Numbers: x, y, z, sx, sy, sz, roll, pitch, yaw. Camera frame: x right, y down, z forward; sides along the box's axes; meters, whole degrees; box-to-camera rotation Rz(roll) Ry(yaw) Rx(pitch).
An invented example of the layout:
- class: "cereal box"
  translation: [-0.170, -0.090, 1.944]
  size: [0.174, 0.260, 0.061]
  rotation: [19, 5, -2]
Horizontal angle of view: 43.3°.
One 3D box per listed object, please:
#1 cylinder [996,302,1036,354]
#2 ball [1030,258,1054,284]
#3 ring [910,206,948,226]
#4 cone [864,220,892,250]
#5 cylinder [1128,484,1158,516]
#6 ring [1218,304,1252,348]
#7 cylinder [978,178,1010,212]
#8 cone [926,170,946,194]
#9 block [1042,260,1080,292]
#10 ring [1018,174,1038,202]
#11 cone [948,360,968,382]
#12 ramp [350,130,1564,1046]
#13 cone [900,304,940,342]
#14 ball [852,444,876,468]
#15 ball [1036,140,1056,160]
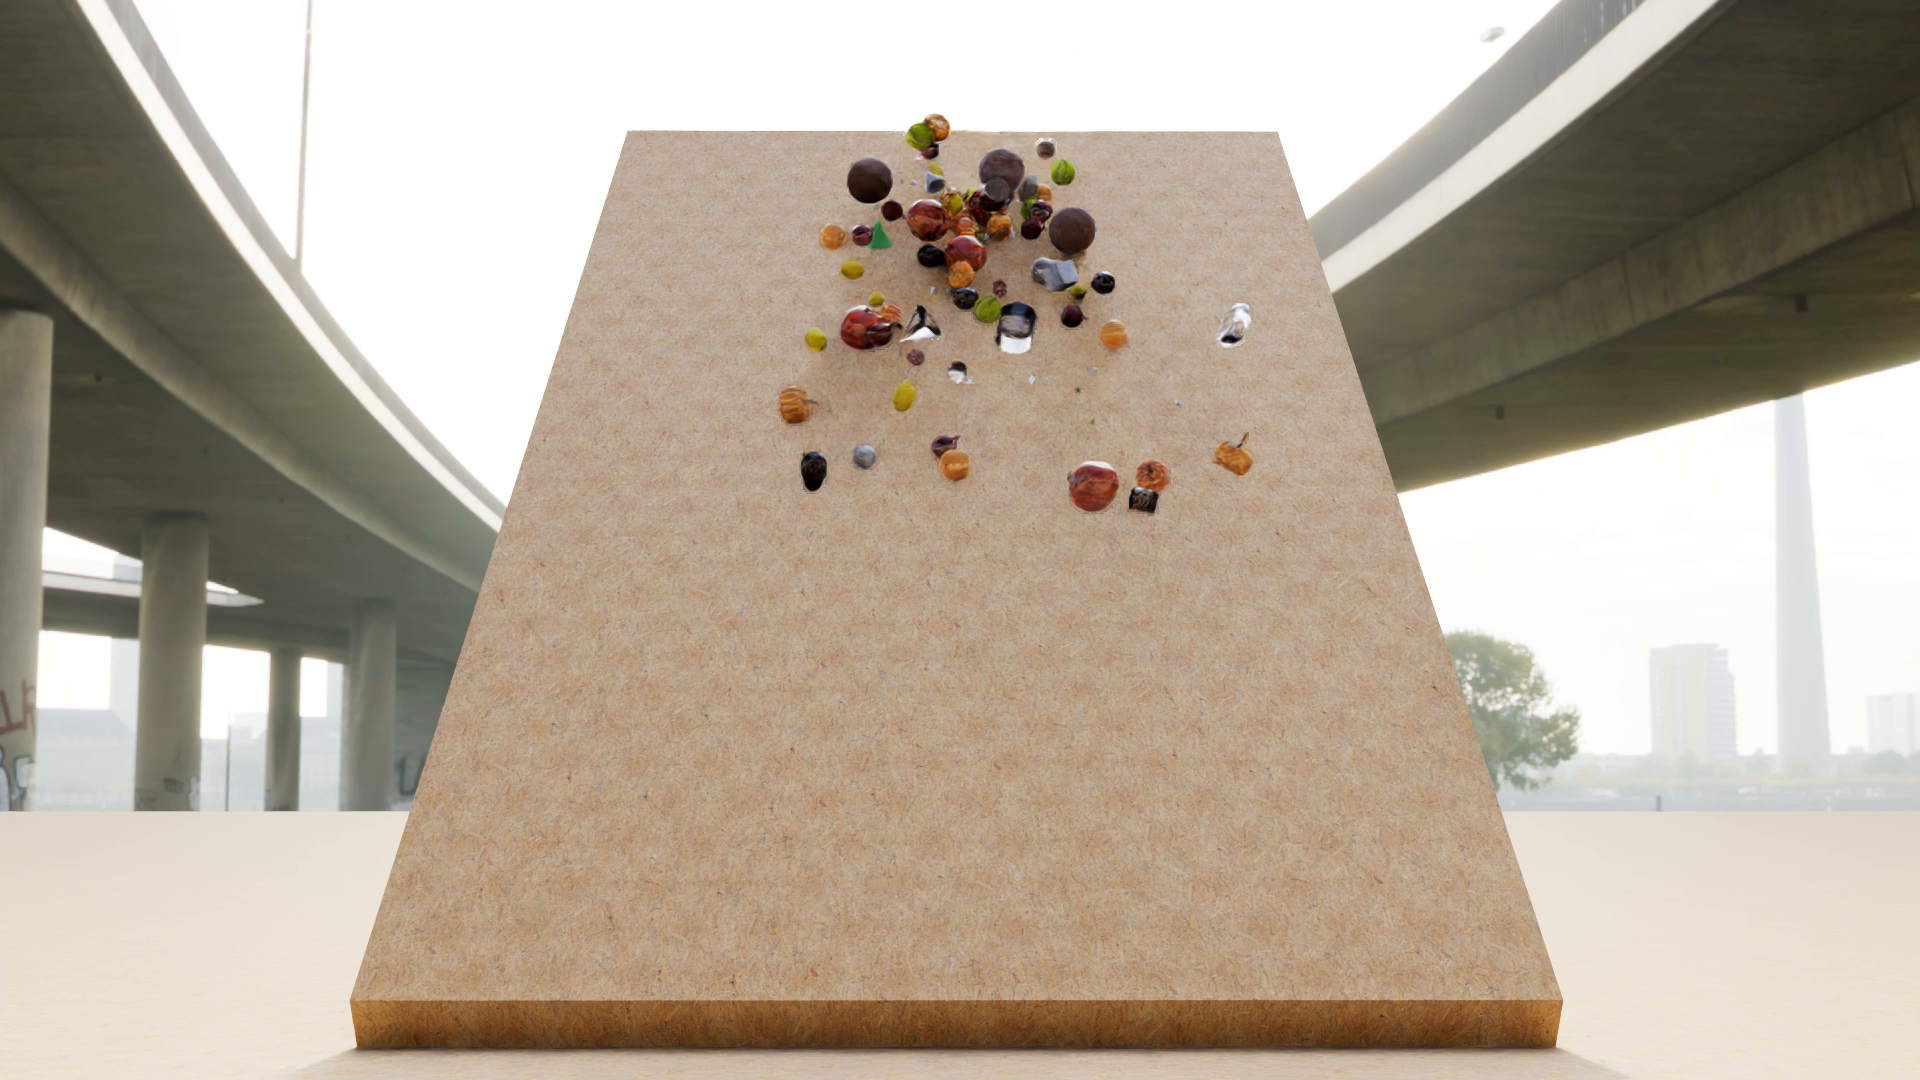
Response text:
- class: "cylinder"
  translation: [0.141, -0.533, 6.078]
  size: [0.091, 0.091, 0.091]
  rotation: [7, -35, 5]
- class: "ball"
  translation: [0.223, -0.715, 6.439]
  size: [0.072, 0.072, 0.072]
  rotation: [0, -6, 0]
- class: "ring"
  translation: [-0.087, -0.907, 6.791]
  size: [0.107, 0.036, 0.107]
  rotation: [11, 22, -4]
- class: "cone"
  translation: [-0.226, -0.850, 6.662]
  size: [0.077, 0.077, 0.077]
  rotation: [0, 30, 0]
- class: "cylinder"
  translation: [0.409, -0.089, 5.387]
  size: [0.052, 0.052, 0.052]
  rotation: [30, -3, 7]
- class: "ring"
  translation: [0.684, -0.535, 6.033]
  size: [0.040, 0.119, 0.119]
  rotation: [24, -14, -17]
- class: "cylinder"
  translation: [0.092, -0.914, 6.417]
  size: [0.067, 0.067, 0.067]
  rotation: [2, -27, -19]
- class: "cone"
  translation: [-0.081, -1.008, 6.734]
  size: [0.063, 0.063, 0.063]
  rotation: [-25, -24, -12]
- class: "block"
  translation: [0.262, -0.688, 6.313]
  size: [0.061, 0.061, 0.061]
  rotation: [-14, -9, -44]
- class: "ring"
  translation: [0.193, -0.993, 6.834]
  size: [0.029, 0.086, 0.086]
  rotation: [22, -13, -17]
- class: "cone"
  translation: [0.006, -0.413, 5.969]
  size: [0.052, 0.052, 0.052]
  rotation: [-3, -3, 25]
- class: "ramp"
  translation: [-0.013, -0.207, 5.739]
  size: [2.000, 0.100, 4.000]
  rotation: [0, 30, 0]
- class: "cone"
  translation: [-0.116, -0.530, 6.134]
  size: [0.095, 0.095, 0.095]
  rotation: [-33, -18, 18]
- class: "ball"
  translation: [-0.219, -0.192, 5.556]
  size: [0.056, 0.056, 0.056]
  rotation: [0, -6, 0]
- class: "ball"
  translation: [0.246, -1.118, 6.929]
  size: [0.056, 0.056, 0.056]
  rotation: [0, -6, 0]
